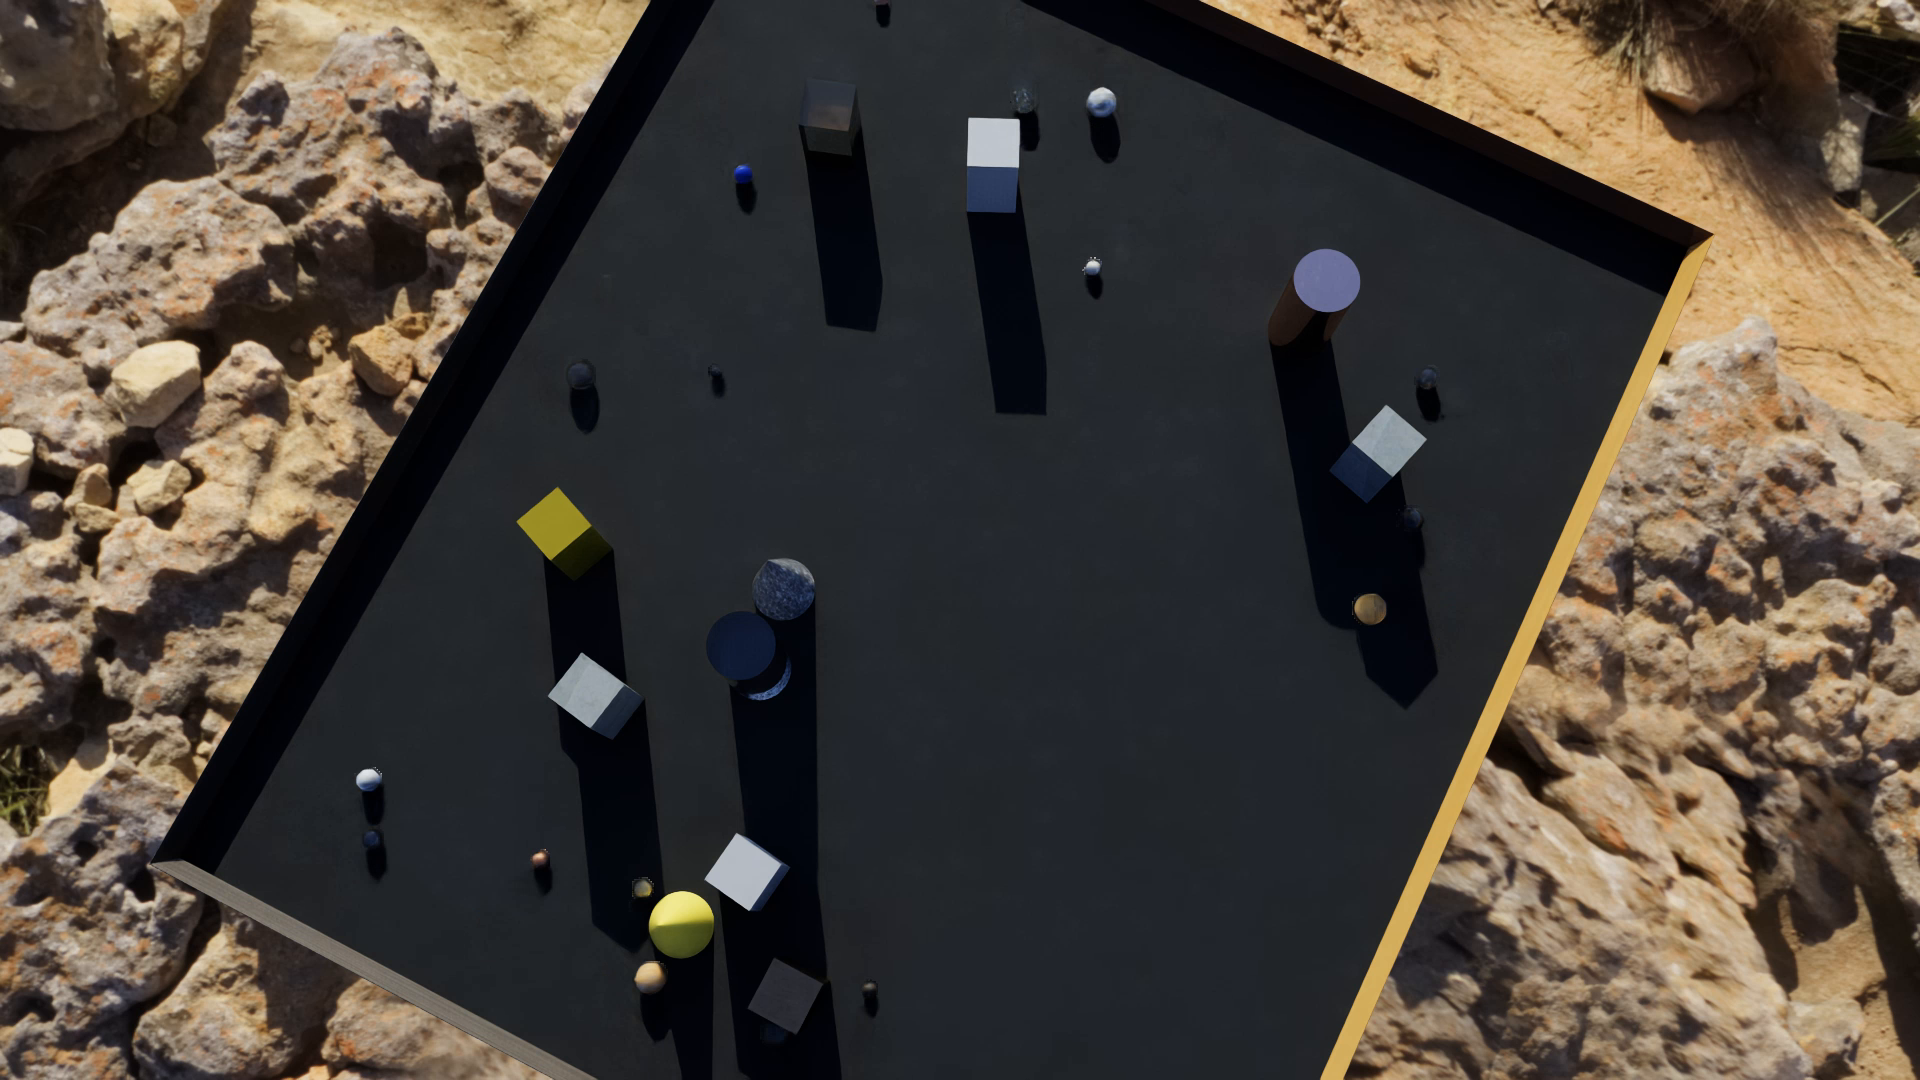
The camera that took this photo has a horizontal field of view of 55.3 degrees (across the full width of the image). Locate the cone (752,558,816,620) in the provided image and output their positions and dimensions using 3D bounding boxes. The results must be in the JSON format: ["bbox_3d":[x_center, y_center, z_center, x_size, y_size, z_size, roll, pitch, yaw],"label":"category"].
[{"bbox_3d":[-0.538,0.103,5.356,0.193,0.469,0.193,0,78,0],"label":"cone"}]

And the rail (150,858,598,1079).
[{"bbox_3d":[-0.843,1.658,5.208,3.332,0.125,0.045,26,80,5],"label":"rail"}]

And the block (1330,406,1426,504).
[{"bbox_3d":[1.248,-0.254,5.493,0.154,0.344,0.154,42,81,8],"label":"block"}]

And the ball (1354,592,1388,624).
[{"bbox_3d":[1.239,0.208,5.524,0.096,0.096,0.096,0,78,0],"label":"ball"}]

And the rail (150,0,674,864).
[{"bbox_3d":[-1.469,-0.713,5.699,0.045,0.125,3.819,26,80,5],"label":"rail"}]

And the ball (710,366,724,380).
[{"bbox_3d":[-0.757,-0.521,5.704,0.040,0.040,0.040,0,78,0],"label":"ball"}]

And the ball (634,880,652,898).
[{"bbox_3d":[-0.931,1.024,5.378,0.053,0.053,0.053,0,78,0],"label":"ball"}]

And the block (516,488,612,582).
[{"bbox_3d":[-1.171,-0.013,5.448,0.154,0.335,0.154,-41,81,-8],"label":"block"}]

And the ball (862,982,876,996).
[{"bbox_3d":[-0.263,1.306,5.325,0.041,0.041,0.041,0,78,0],"label":"ball"}]

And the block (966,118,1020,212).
[{"bbox_3d":[0.101,-1.155,5.672,0.154,0.360,0.154,2,78,0],"label":"block"}]

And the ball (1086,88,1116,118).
[{"bbox_3d":[0.453,-1.397,5.857,0.095,0.095,0.095,0,78,0],"label":"ball"}]

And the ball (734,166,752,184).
[{"bbox_3d":[-0.690,-1.161,5.826,0.060,0.060,0.060,0,78,0],"label":"ball"}]

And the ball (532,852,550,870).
[{"bbox_3d":[-1.236,0.944,5.395,0.051,0.051,0.051,0,78,0],"label":"ball"}]

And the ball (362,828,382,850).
[{"bbox_3d":[-1.733,0.882,5.404,0.060,0.060,0.060,0,78,0],"label":"ball"}]

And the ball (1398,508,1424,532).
[{"bbox_3d":[1.376,-0.061,5.590,0.076,0.076,0.076,0,78,0],"label":"ball"}]

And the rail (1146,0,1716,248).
[{"bbox_3d":[0.843,-1.645,5.892,3.332,0.125,0.045,26,80,5],"label":"rail"}]

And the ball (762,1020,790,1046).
[{"bbox_3d":[-0.529,1.418,5.281,0.082,0.082,0.082,0,78,0],"label":"ball"}]

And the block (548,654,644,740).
[{"bbox_3d":[-1.057,0.460,5.347,0.154,0.341,0.154,36,81,7],"label":"block"}]

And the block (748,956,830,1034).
[{"bbox_3d":[-0.483,1.290,5.204,0.154,0.286,0.154,27,80,5],"label":"block"}]

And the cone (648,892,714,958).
[{"bbox_3d":[-0.818,1.088,5.178,0.193,0.417,0.193,0,78,0],"label":"cone"}]

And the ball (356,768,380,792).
[{"bbox_3d":[-1.755,0.713,5.435,0.067,0.067,0.067,0,78,0],"label":"ball"}]

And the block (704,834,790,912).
[{"bbox_3d":[-0.608,0.958,5.270,0.154,0.290,0.154,34,80,7],"label":"block"}]

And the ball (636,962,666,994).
[{"bbox_3d":[-0.895,1.270,5.308,0.090,0.090,0.090,0,78,0],"label":"ball"}]

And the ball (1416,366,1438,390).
[{"bbox_3d":[1.450,-0.503,5.685,0.069,0.069,0.069,0,78,0],"label":"ball"}]

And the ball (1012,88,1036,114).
[{"bbox_3d":[0.205,-1.406,5.866,0.081,0.081,0.081,0,78,0],"label":"ball"}]

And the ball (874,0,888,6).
[{"bbox_3d":[-0.256,-1.760,5.956,0.048,0.048,0.048,0,78,0],"label":"ball"}]

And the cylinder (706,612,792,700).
[{"bbox_3d":[-0.606,0.340,5.302,0.193,0.478,0.193,0,78,0],"label":"cylinder"}]

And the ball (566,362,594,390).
[{"bbox_3d":[-1.177,-0.510,5.677,0.089,0.089,0.089,0,78,0],"label":"ball"}]

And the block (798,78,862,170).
[{"bbox_3d":[-0.405,-1.299,5.736,0.154,0.293,0.154,8,78,2],"label":"block"}]

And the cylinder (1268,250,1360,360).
[{"bbox_3d":[1.062,-0.704,5.527,0.193,0.461,0.193,0,78,0],"label":"cylinder"}]

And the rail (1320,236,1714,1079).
[{"bbox_3d":[1.469,0.726,5.401,0.045,0.125,3.819,26,80,5],"label":"rail"}]

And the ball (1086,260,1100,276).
[{"bbox_3d":[0.418,-0.857,5.769,0.048,0.048,0.048,0,78,0],"label":"ball"}]
